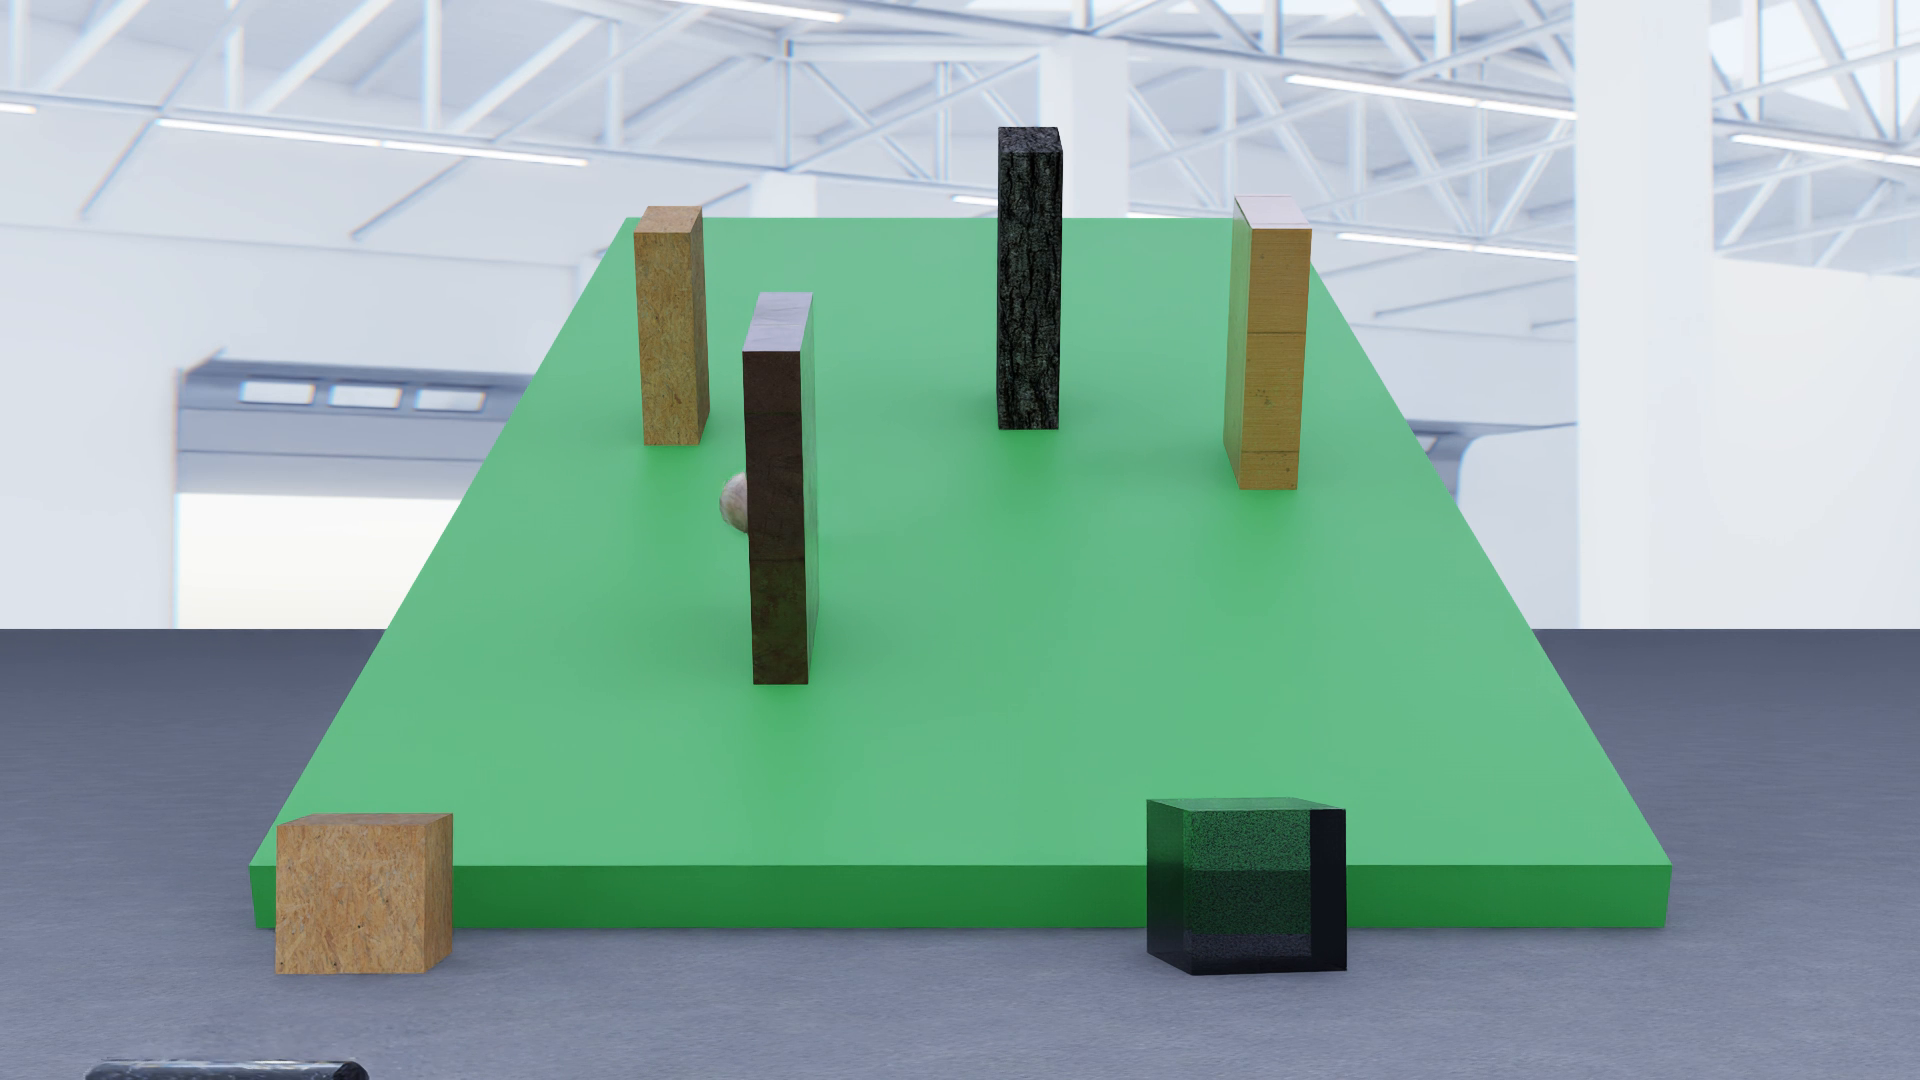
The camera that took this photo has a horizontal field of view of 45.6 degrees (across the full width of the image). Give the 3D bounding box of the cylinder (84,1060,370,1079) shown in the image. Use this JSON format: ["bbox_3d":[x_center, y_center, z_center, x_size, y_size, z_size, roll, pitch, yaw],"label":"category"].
[{"bbox_3d":[-0.463,0.407,1.434,0.155,0.155,0.155,0,-2,3],"label":"cylinder"}]

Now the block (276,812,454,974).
[{"bbox_3d":[-0.755,0.447,2.908,0.182,0.182,0.182,0,-2,-2],"label":"block"}]

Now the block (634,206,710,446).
[{"bbox_3d":[-0.622,-0.467,4.951,0.118,0.468,0.248,0,21,0],"label":"block"}]

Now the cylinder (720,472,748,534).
[{"bbox_3d":[-0.382,-0.062,4.387,0.117,0.117,0.117,2,15,-39],"label":"cylinder"}]

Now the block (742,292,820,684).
[{"bbox_3d":[-0.296,-0.092,3.834,0.090,0.572,0.356,0,21,0],"label":"block"}]

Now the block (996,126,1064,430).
[{"bbox_3d":[0.151,-0.581,5.048,0.132,0.614,0.285,0,21,0],"label":"block"}]

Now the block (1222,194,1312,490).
[{"bbox_3d":[0.630,-0.412,4.708,0.118,0.543,0.308,0,21,0],"label":"block"}]

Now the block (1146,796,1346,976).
[{"bbox_3d":[0.363,0.438,2.919,0.201,0.201,0.201,0,-2,-11],"label":"block"}]

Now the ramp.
[{"bbox_3d":[-0.006,-0.215,5.090,2.000,0.100,4.000,0,21,0],"label":"ramp"}]
